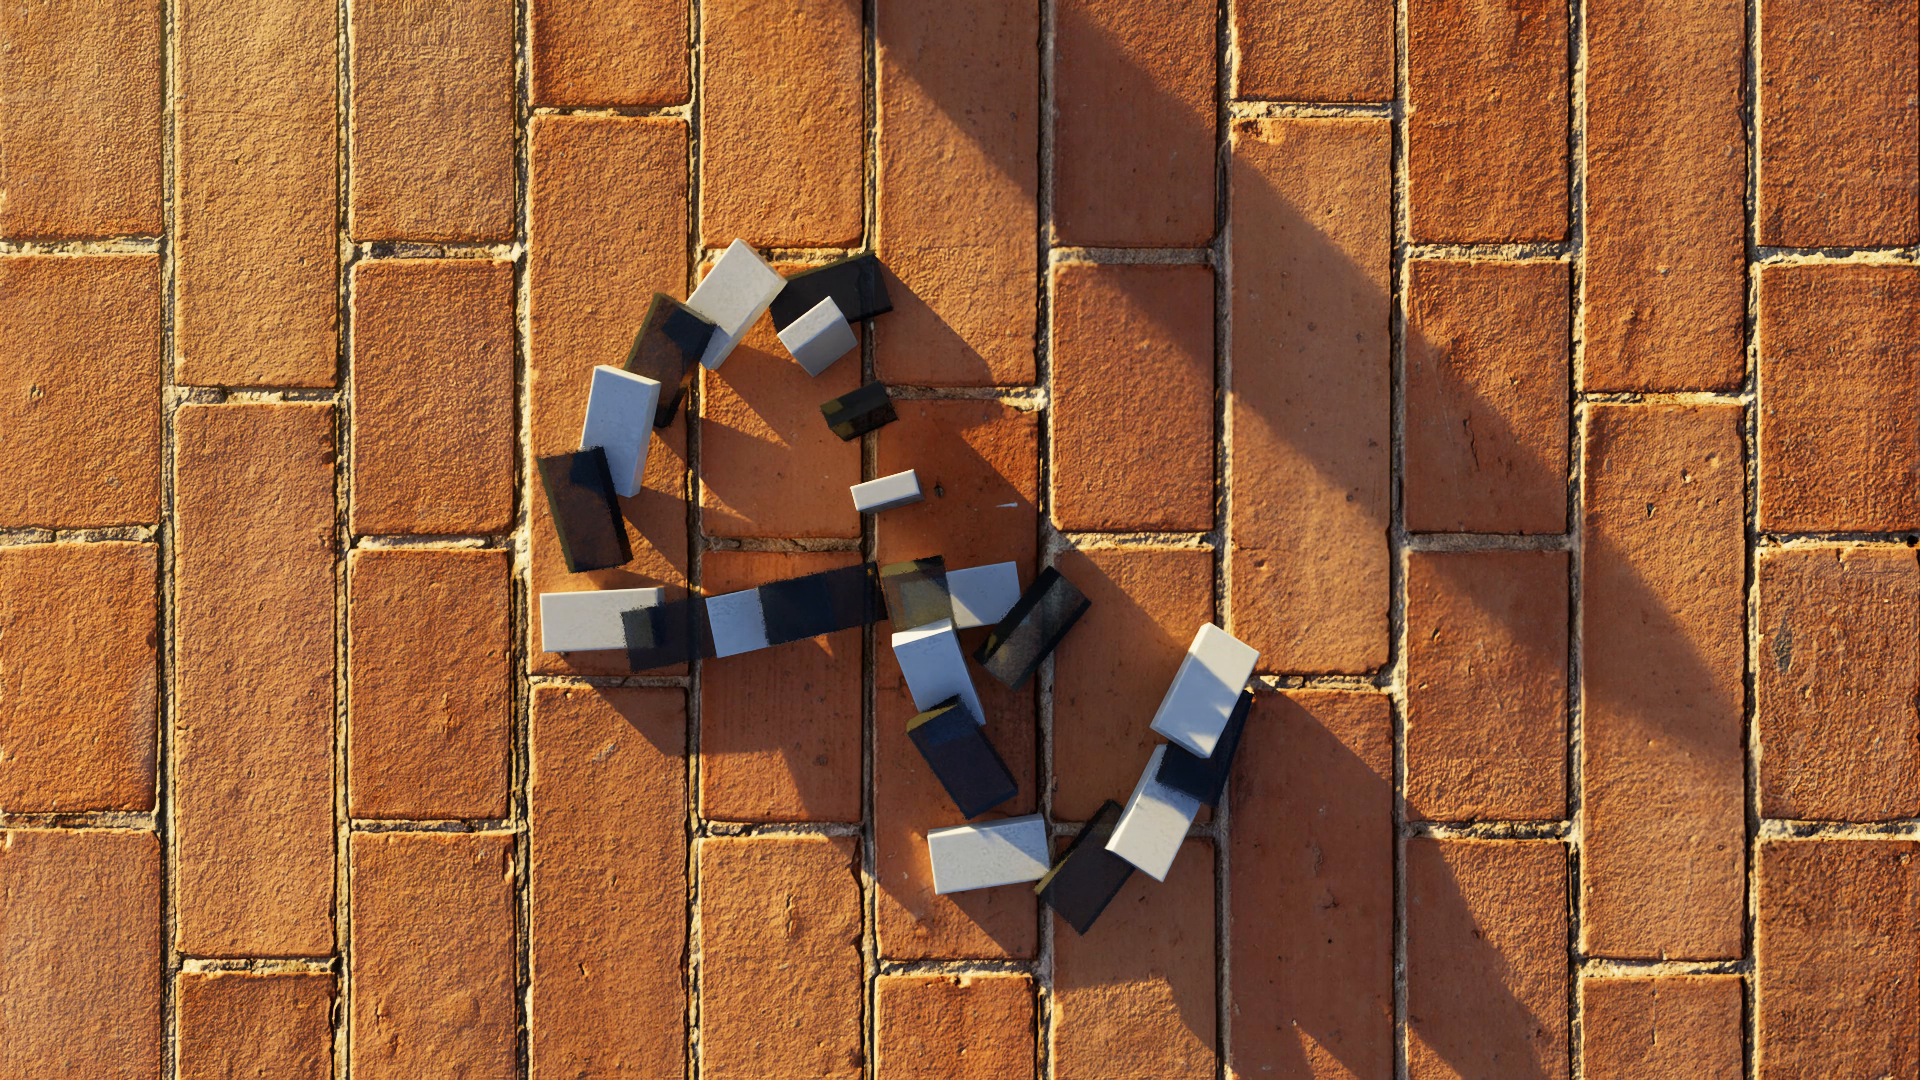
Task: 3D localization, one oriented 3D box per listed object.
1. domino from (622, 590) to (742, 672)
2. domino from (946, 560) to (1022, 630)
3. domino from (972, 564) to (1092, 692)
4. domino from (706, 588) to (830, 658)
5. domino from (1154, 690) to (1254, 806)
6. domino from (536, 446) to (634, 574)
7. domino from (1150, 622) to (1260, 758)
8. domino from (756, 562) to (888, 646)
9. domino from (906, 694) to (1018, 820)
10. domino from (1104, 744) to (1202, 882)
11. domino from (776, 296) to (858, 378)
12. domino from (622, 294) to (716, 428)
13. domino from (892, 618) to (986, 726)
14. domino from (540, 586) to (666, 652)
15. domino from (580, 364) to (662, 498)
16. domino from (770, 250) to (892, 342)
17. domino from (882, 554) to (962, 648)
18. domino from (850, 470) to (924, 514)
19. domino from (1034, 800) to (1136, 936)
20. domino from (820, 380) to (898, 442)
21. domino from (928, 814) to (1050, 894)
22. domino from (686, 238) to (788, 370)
[{"bbox_3d":[-0.115,0.038,0.389,0.050,0.009,0.025,-10,90,-15],"label":"domino"},{"bbox_3d":[0.001,0.025,0.395,0.050,0.010,0.025,-9,90,0],"label":"domino"},{"bbox_3d":[0.031,0.038,0.389,0.050,0.010,0.025,-50,128,0],"label":"domino"},{"bbox_3d":[-0.080,0.032,0.389,0.050,0.009,0.025,-12,90,-16],"label":"domino"},{"bbox_3d":[0.104,0.084,0.389,0.025,0.010,0.050,24,74,0],"label":"domino"},{"bbox_3d":[-0.158,-0.013,0.388,0.025,0.009,0.050,-9,104,6],"label":"domino"},{"bbox_3d":[0.103,0.063,0.384,0.025,0.010,0.050,31,74,2],"label":"domino"},{"bbox_3d":[-0.058,0.026,0.385,0.050,0.010,0.025,-12,90,-16],"label":"domino"},{"bbox_3d":[0.001,0.092,0.386,0.025,0.010,0.050,-30,107,8],"label":"domino"},{"bbox_3d":[0.085,0.115,0.388,0.025,0.009,0.050,32,74,0],"label":"domino"},{"bbox_3d":[-0.057,-0.082,0.375,0.025,0.050,0.009,-36,90,0],"label":"domino"},{"bbox_3d":[-0.126,-0.076,0.388,0.025,0.009,0.050,31,107,0],"label":"domino"},{"bbox_3d":[-0.008,0.059,0.384,0.025,0.010,0.050,-17,116,4],"label":"domino"},{"bbox_3d":[-0.153,0.034,0.395,0.050,0.009,0.025,-3,90,0],"label":"domino"},{"bbox_3d":[-0.145,-0.046,0.388,0.025,0.009,0.050,18,106,1],"label":"domino"},{"bbox_3d":[-0.057,-0.105,0.395,0.050,0.010,0.025,-18,90,0],"label":"domino"},{"bbox_3d":[-0.015,0.032,0.381,0.025,0.010,0.050,-11,116,1],"label":"domino"},{"bbox_3d":[-0.029,-0.019,0.375,0.025,0.050,0.010,-16,90,0],"label":"domino"},{"bbox_3d":[0.058,0.138,0.389,0.025,0.010,0.050,44,76,0],"label":"domino"},{"bbox_3d":[-0.040,-0.052,0.375,0.025,0.050,0.010,-24,90,0],"label":"domino"},{"bbox_3d":[0.013,0.135,0.395,0.050,0.010,0.025,-8,90,0],"label":"domino"},{"bbox_3d":[-0.099,-0.099,0.389,0.025,0.009,0.050,44,105,0],"label":"domino"}]
